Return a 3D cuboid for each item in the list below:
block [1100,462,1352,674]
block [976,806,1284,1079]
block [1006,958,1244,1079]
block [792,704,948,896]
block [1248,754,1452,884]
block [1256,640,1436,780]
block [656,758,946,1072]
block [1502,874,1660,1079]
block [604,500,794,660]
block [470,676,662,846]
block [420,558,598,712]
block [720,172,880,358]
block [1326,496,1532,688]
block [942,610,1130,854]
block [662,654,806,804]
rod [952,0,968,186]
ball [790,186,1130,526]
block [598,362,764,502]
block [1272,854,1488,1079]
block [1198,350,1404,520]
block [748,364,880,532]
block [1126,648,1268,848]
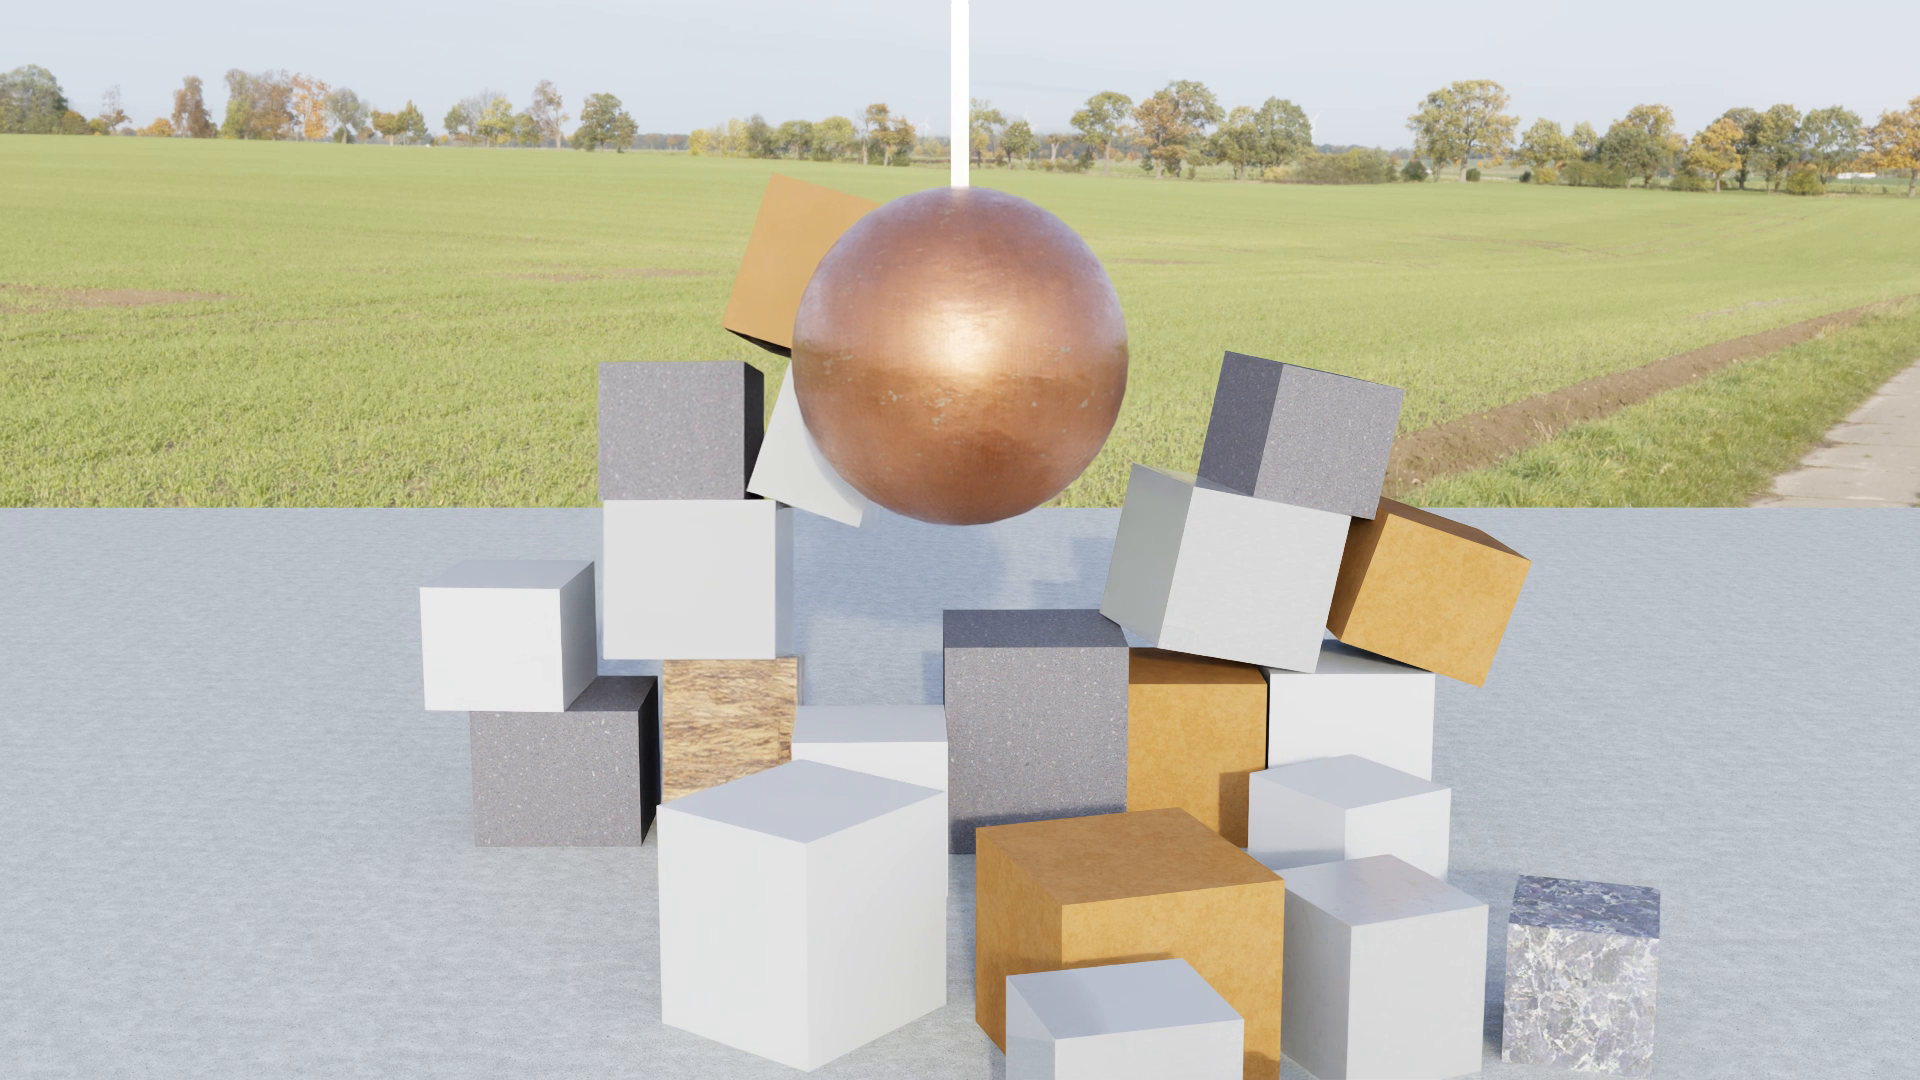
[{"bbox_3d":[1.329,0.131,11.156,0.857,0.804,0.841,10,7,-18],"label":"block"},{"bbox_3d":[0.631,1.599,8.498,0.880,0.814,0.953,-3,11,-18],"label":"block"},{"bbox_3d":[0.540,1.863,7.389,0.642,0.691,0.561,-3,11,-15],"label":"block"},{"bbox_3d":[-0.430,1.248,10.603,0.724,0.751,0.684,0,10,-2],"label":"block"},{"bbox_3d":[1.775,1.405,10.085,0.621,0.627,0.663,-6,12,-31],"label":"block"},{"bbox_3d":[1.952,1.035,11.384,0.816,0.890,0.779,0,10,0],"label":"block"},{"bbox_3d":[-0.628,1.481,8.878,0.786,0.909,0.853,8,13,37],"label":"block"},{"bbox_3d":[2.446,1.703,8.641,0.552,0.558,0.601,3,11,17],"label":"block"},{"bbox_3d":[-1.342,0.207,11.434,0.865,0.798,0.813,0,-1,2],"label":"block"},{"bbox_3d":[-2.024,1.133,11.374,0.839,0.702,0.743,0,10,0],"label":"block"},{"bbox_3d":[-2.296,0.477,11.272,0.698,0.624,0.764,1,10,4],"label":"block"},{"bbox_3d":[-0.634,-1.334,11.527,0.801,0.835,0.777,18,0,15],"label":"block"},{"bbox_3d":[2.320,0.223,11.263,0.770,0.677,0.826,18,9,-8],"label":"block"},{"bbox_3d":[0.369,0.966,11.304,0.904,1.055,0.890,0,10,-1],"label":"block"},{"bbox_3d":[-1.166,1.009,11.448,0.677,0.806,0.641,0,-1,0],"label":"block"},{"bbox_3d":[0.000,-4.256,10.131,0.080,5.200,0.080,0,4,0],"label":"rod"},{"bbox_3d":[0.000,-0.866,10.387,1.600,1.600,1.600,0,10,0],"label":"ball"},{"bbox_3d":[-1.445,-0.544,11.485,0.747,0.707,0.670,0,-1,4],"label":"block"},{"bbox_3d":[1.584,1.669,8.517,0.605,0.668,0.654,-4,11,-23],"label":"block"},{"bbox_3d":[1.718,-0.541,11.159,0.669,0.662,0.745,10,7,-17],"label":"block"},{"bbox_3d":[-0.657,-0.505,11.468,0.602,0.754,0.630,18,0,4],"label":"block"},{"bbox_3d":[1.179,1.059,11.379,0.689,0.845,0.809,0,10,0],"label":"block"}]
